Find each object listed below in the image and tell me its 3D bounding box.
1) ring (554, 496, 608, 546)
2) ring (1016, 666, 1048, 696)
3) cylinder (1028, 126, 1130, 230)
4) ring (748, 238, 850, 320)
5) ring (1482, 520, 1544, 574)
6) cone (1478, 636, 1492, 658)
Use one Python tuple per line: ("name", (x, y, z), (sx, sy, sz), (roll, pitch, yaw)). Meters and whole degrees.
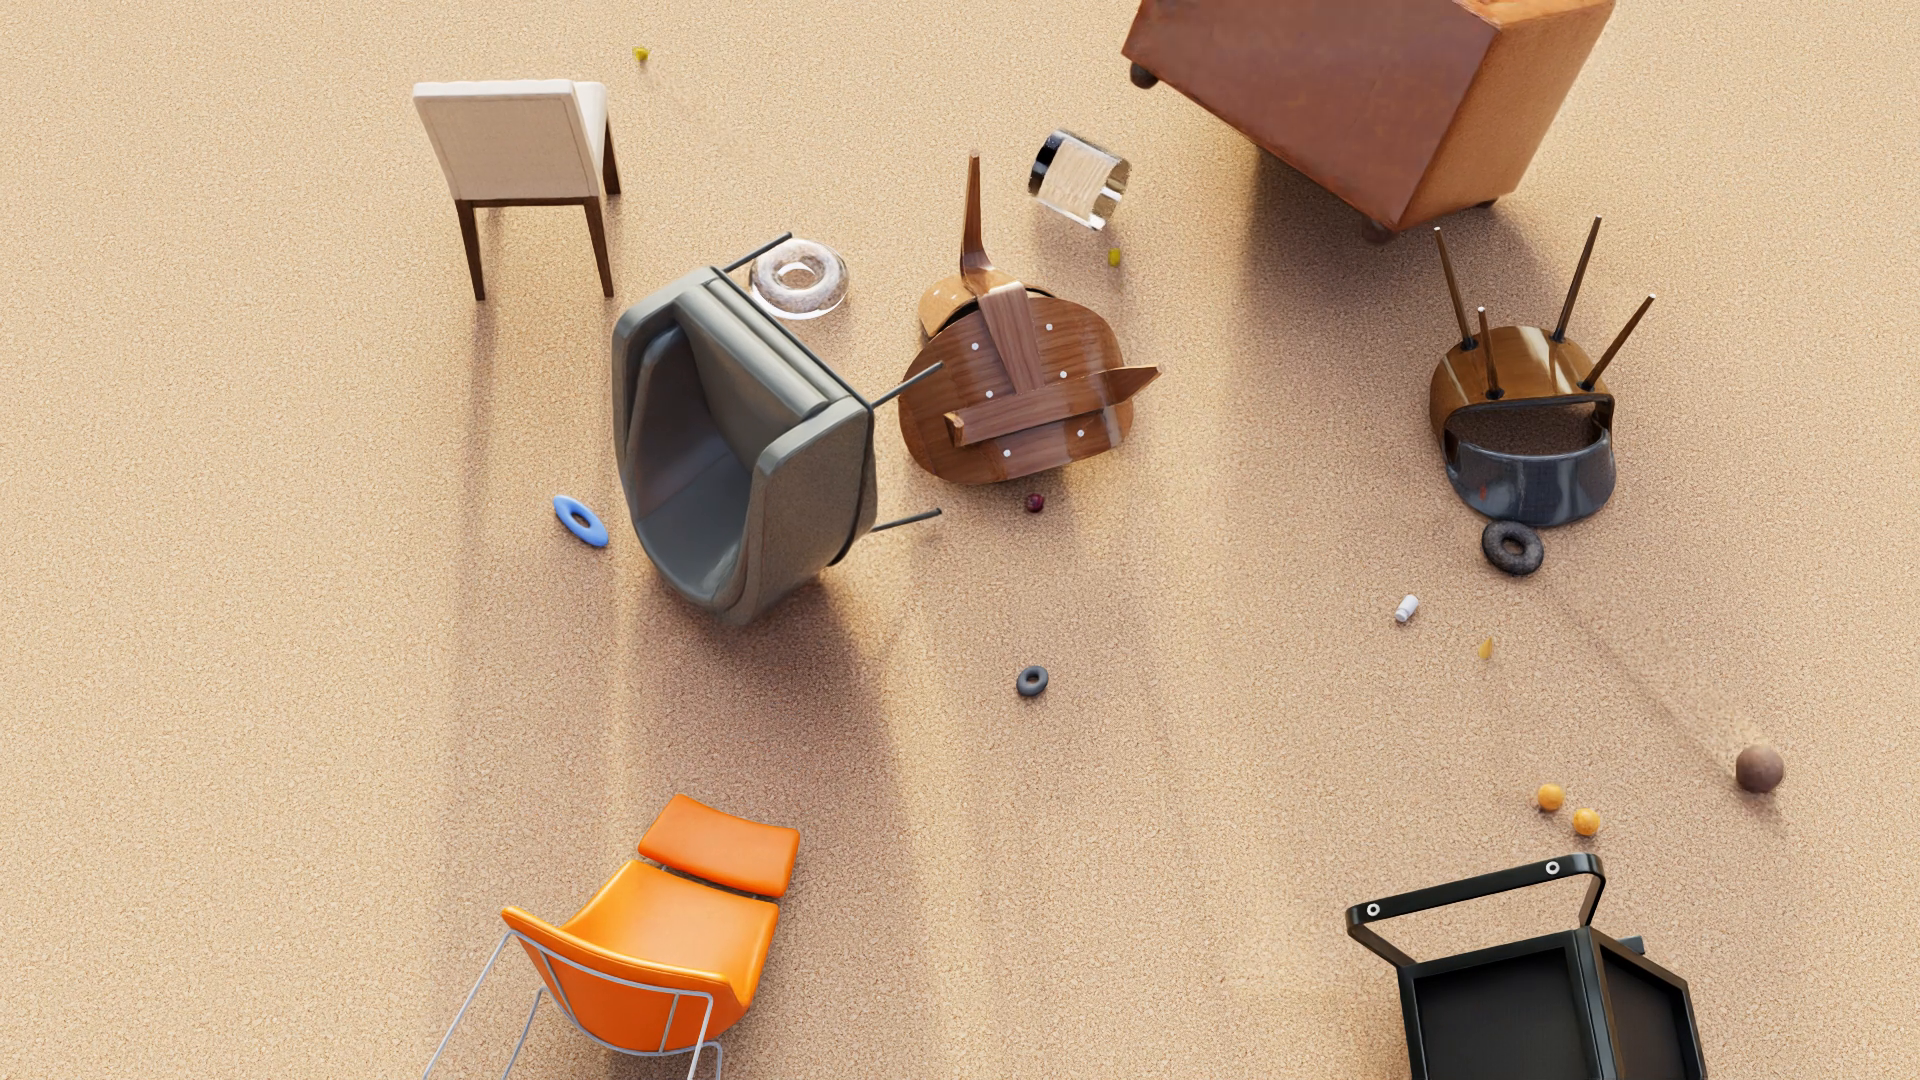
("ring", (-1.137, -0.058, 6.590), (0.086, 0.039, 0.242), (-38, 64, -24))
("ring", (0.207, 0.402, 6.282), (0.083, 0.037, 0.107), (34, 62, 22))
("cylinder", (0.390, -1.186, 7.222), (0.247, 0.258, 0.206), (31, 31, 19))
("ring", (-0.520, -0.842, 7.089), (0.328, 0.084, 0.324), (16, 57, 9))
("ring", (1.641, 0.021, 6.528), (0.171, 0.053, 0.200), (-31, 62, -20))
("cone", (1.520, 0.297, 6.327), (0.037, 0.080, 0.063), (22, 59, 14))
